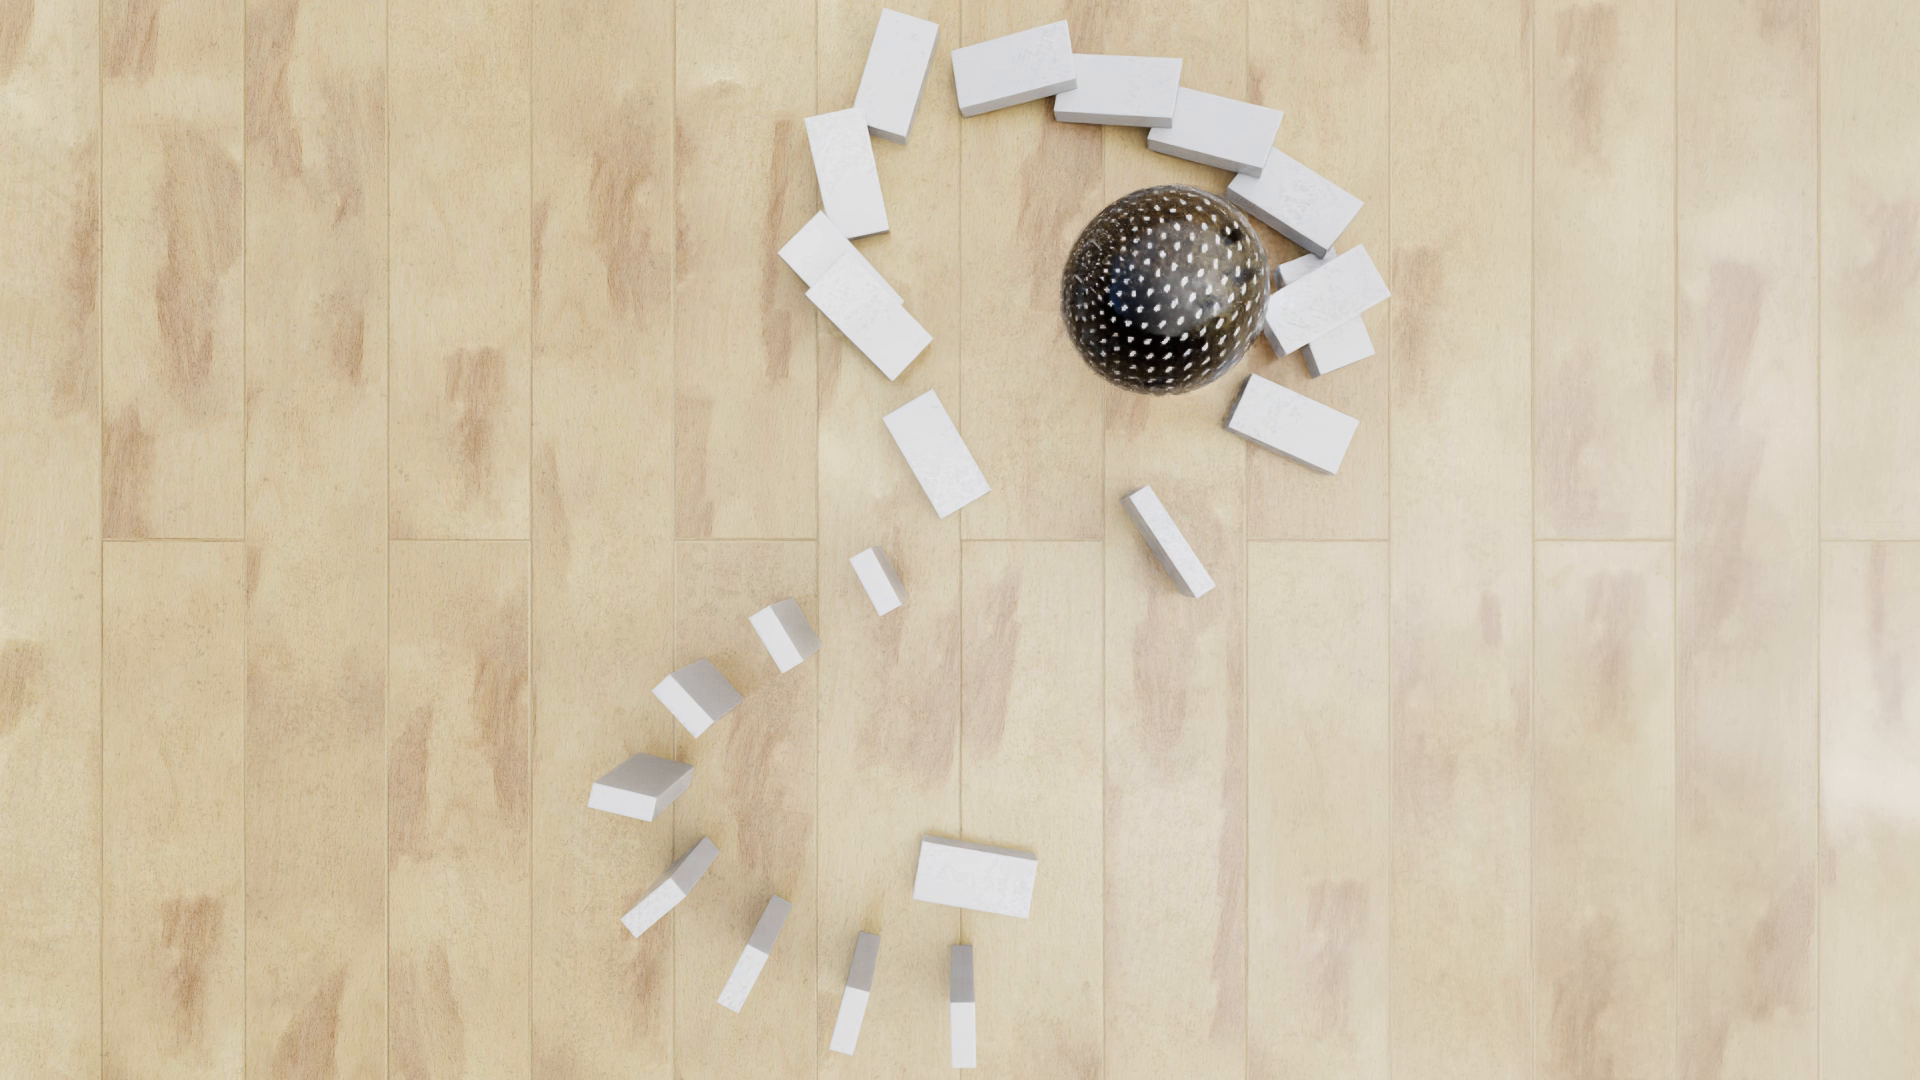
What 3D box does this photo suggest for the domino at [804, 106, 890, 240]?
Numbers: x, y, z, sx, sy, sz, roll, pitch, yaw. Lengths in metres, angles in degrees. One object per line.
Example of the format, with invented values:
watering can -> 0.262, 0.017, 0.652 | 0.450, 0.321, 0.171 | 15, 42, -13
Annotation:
domino -> -0.048, -0.155, 0.390 | 0.025, 0.009, 0.050 | -12, 102, 0

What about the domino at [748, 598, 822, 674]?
domino -> -0.070, 0.038, 0.375 | 0.010, 0.050, 0.025 | -31, 90, 0

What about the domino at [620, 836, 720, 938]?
domino -> -0.117, 0.141, 0.375 | 0.025, 0.050, 0.009 | -40, 90, 0

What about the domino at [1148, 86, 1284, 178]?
domino -> 0.108, -0.174, 0.390 | 0.050, 0.010, 0.025 | 21, 90, 13

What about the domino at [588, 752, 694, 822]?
domino -> -0.129, 0.100, 0.375 | 0.025, 0.050, 0.010 | 13, 90, 0

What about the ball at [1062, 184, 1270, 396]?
ball -> 0.080, -0.097, 0.360 | 0.080, 0.080, 0.080 | 0, 90, 0

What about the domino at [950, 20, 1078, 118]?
domino -> 0.023, -0.200, 0.390 | 0.050, 0.009, 0.025 | -9, 89, 12

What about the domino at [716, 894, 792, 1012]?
domino -> -0.083, 0.168, 0.375 | 0.010, 0.050, 0.025 | 28, 90, 0

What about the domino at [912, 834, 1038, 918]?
domino -> 0.006, 0.145, 0.395 | 0.050, 0.009, 0.025 | 10, 90, 0

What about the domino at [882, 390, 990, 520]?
domino -> -0.010, -0.037, 0.395 | 0.025, 0.009, 0.050 | -30, 90, 0

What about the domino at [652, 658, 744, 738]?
domino -> -0.106, 0.064, 0.375 | 0.009, 0.050, 0.025 | -43, 90, 0

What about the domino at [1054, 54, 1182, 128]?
domino -> 0.067, -0.191, 0.390 | 0.050, 0.010, 0.025 | 10, 90, 13

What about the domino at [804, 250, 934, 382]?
domino -> -0.038, -0.094, 0.385 | 0.050, 0.010, 0.025 | 44, 90, -15

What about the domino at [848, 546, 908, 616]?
domino -> -0.032, 0.016, 0.375 | 0.010, 0.050, 0.025 | -28, 90, 0

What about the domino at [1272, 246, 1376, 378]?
domino -> 0.156, -0.098, 0.395 | 0.025, 0.010, 0.050 | -21, 90, 0

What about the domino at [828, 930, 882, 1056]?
domino -> -0.042, 0.184, 0.375 | 0.009, 0.050, 0.025 | 15, 90, 0

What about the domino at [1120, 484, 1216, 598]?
domino -> 0.087, 0.001, 0.388 | 0.010, 0.025, 0.050 | -34, 90, 0

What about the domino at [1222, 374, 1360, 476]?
domino -> 0.142, -0.050, 0.395 | 0.050, 0.010, 0.025 | 24, 90, 0

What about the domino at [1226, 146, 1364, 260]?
domino -> 0.142, -0.145, 0.390 | 0.050, 0.009, 0.025 | 38, 90, 12

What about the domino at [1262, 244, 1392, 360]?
domino -> 0.152, -0.100, 0.386 | 0.050, 0.009, 0.025 | -30, 90, 0

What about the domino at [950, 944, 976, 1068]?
domino -> 0.001, 0.189, 0.375 | 0.009, 0.050, 0.025 | -1, 90, 0

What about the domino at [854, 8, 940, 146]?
domino -> -0.028, -0.200, 0.395 | 0.025, 0.009, 0.050 | 17, 90, 0

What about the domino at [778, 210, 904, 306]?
domino -> -0.050, -0.111, 0.389 | 0.025, 0.009, 0.050 | -45, 105, 0
